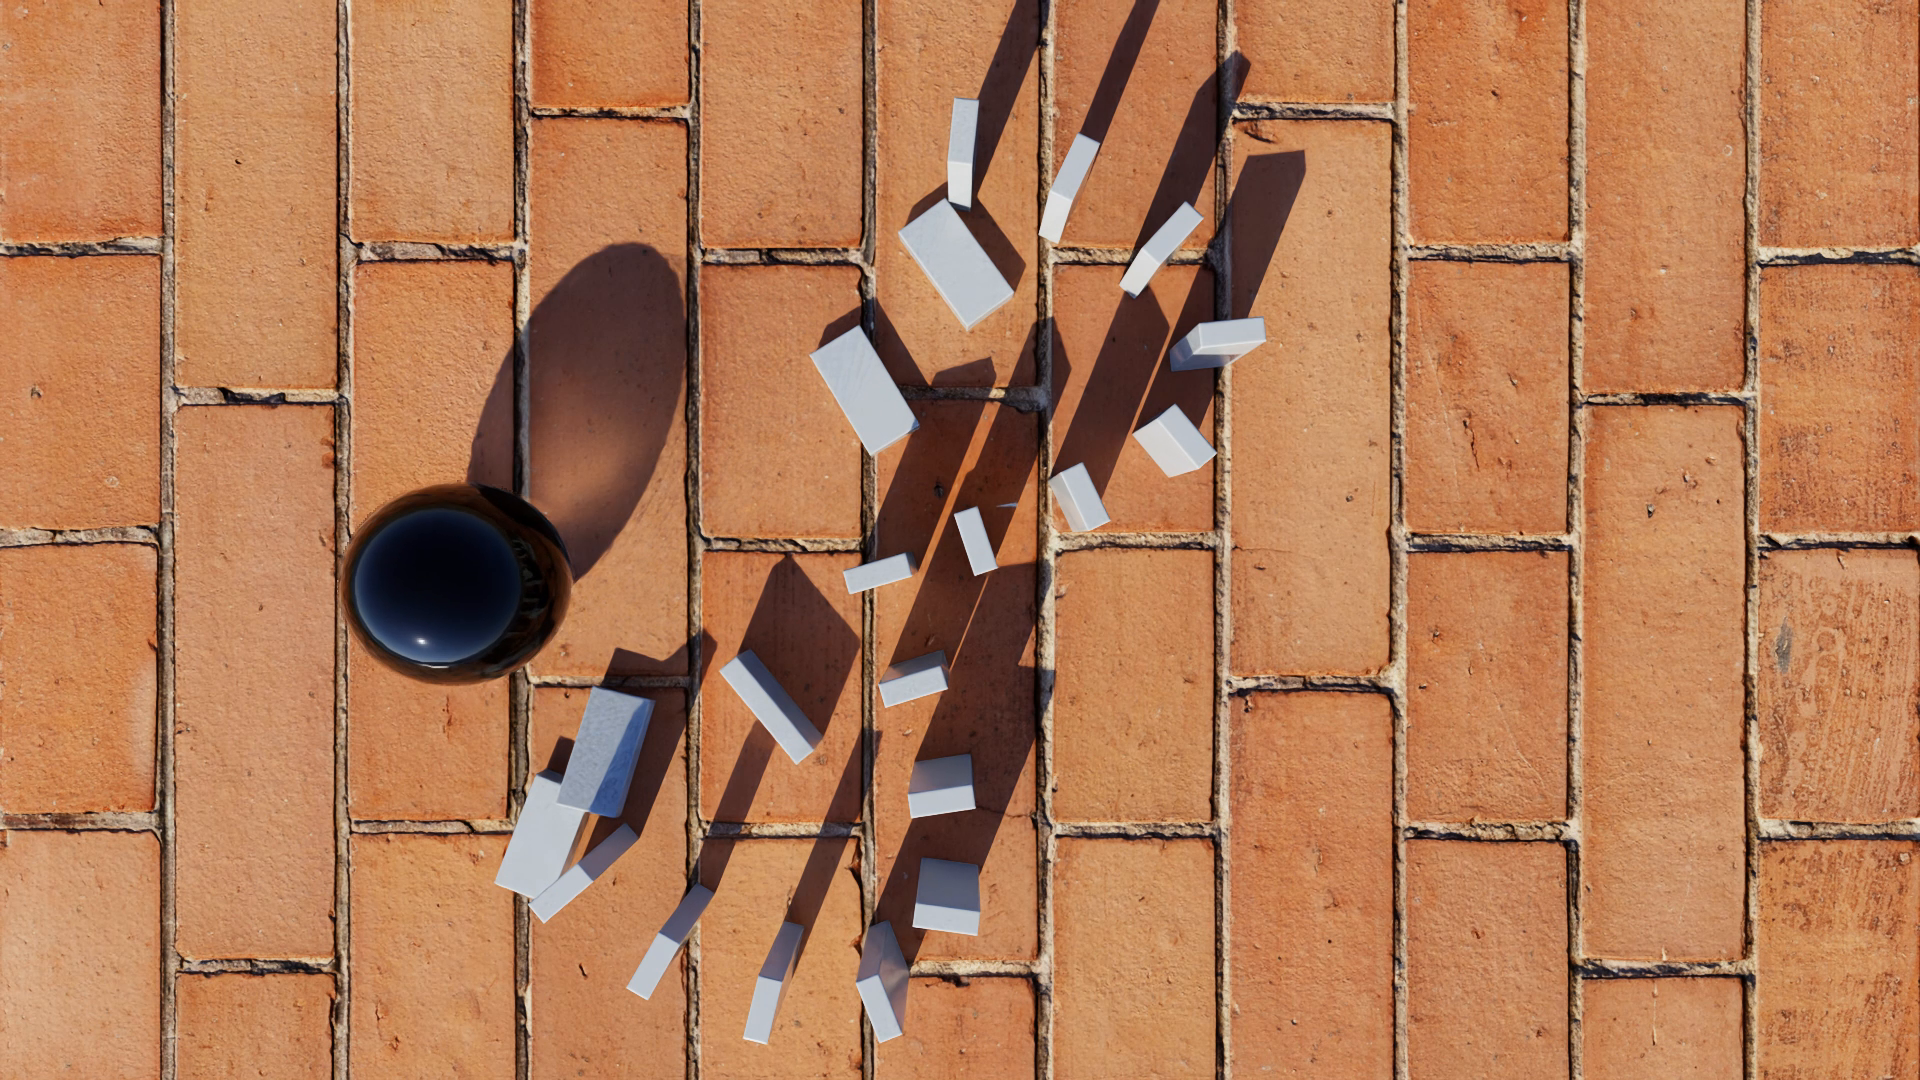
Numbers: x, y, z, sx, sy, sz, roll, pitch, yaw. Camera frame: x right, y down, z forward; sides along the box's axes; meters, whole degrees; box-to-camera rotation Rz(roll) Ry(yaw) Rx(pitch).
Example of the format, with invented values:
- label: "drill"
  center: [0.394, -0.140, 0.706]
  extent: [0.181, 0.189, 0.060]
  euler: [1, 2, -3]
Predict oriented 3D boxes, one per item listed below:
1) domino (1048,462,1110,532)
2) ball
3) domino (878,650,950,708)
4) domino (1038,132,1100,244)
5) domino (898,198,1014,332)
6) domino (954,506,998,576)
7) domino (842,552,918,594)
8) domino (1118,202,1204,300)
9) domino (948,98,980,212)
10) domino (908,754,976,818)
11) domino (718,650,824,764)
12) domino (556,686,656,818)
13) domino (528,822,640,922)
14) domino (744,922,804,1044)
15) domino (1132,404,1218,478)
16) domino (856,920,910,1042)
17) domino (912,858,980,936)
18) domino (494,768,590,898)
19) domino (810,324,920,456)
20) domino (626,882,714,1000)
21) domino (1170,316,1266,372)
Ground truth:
- label: "domino"
  center: [0.048, -0.017, 0.375]
  extent: [0.009, 0.050, 0.025]
  euler: [-26, 90, 0]
- label: "ball"
  center: [-0.196, 0.017, 0.360]
  extent: [0.080, 0.080, 0.080]
  euler: [0, 90, 0]
- label: "domino"
  center: [-0.018, 0.056, 0.375]
  extent: [0.025, 0.050, 0.009]
  euler: [-17, 90, 0]
- label: "domino"
  center: [0.044, -0.142, 0.375]
  extent: [0.009, 0.050, 0.025]
  euler: [26, 90, 0]
- label: "domino"
  center: [-0.002, -0.119, 0.395]
  extent: [0.025, 0.009, 0.050]
  euler: [-36, 90, 0]
- label: "domino"
  center: [0.006, 0.000, 0.375]
  extent: [0.010, 0.050, 0.025]
  euler: [-18, 90, 0]
- label: "domino"
  center: [-0.032, 0.013, 0.375]
  extent: [0.025, 0.050, 0.010]
  euler: [-16, 90, 0]
- label: "domino"
  center: [0.081, -0.117, 0.375]
  extent: [0.010, 0.050, 0.025]
  euler: [43, 90, 0]
- label: "domino"
  center: [0.001, -0.156, 0.375]
  extent: [0.009, 0.050, 0.025]
  euler: [6, 90, 0]
- label: "domino"
  center: [-0.007, 0.100, 0.375]
  extent: [0.025, 0.050, 0.010]
  euler: [-9, 90, 0]
- label: "domino"
  center: [-0.079, 0.070, 0.388]
  extent: [0.010, 0.025, 0.050]
  euler: [-40, 90, 0]
- label: "domino"
  center: [-0.150, 0.090, 0.390]
  extent: [0.025, 0.009, 0.050]
  euler: [14, 78, -1]
- label: "domino"
  center: [-0.153, 0.135, 0.375]
  extent: [0.025, 0.050, 0.010]
  euler: [-40, 90, 0]
- label: "domino"
  center: [-0.075, 0.179, 0.375]
  extent: [0.010, 0.050, 0.025]
  euler: [14, 90, 0]
- label: "domino"
  center: [0.087, -0.040, 0.375]
  extent: [0.009, 0.050, 0.025]
  euler: [-40, 90, 0]
- label: "domino"
  center: [-0.031, 0.179, 0.375]
  extent: [0.009, 0.050, 0.025]
  euler: [-22, 90, 0]
- label: "domino"
  center: [-0.005, 0.145, 0.375]
  extent: [0.025, 0.050, 0.010]
  euler: [8, 90, 0]
- label: "domino"
  center: [-0.178, 0.128, 0.395]
  extent: [0.025, 0.010, 0.050]
  euler: [21, 90, 0]
- label: "domino"
  center: [-0.041, -0.064, 0.395]
  extent: [0.025, 0.010, 0.050]
  euler: [-31, 90, 0]
- label: "domino"
  center: [-0.117, 0.163, 0.375]
  extent: [0.010, 0.050, 0.025]
  euler: [30, 90, 0]
- label: "domino"
  center: [0.104, -0.079, 0.375]
  extent: [0.025, 0.050, 0.009]
  euler: [-6, 90, 0]
